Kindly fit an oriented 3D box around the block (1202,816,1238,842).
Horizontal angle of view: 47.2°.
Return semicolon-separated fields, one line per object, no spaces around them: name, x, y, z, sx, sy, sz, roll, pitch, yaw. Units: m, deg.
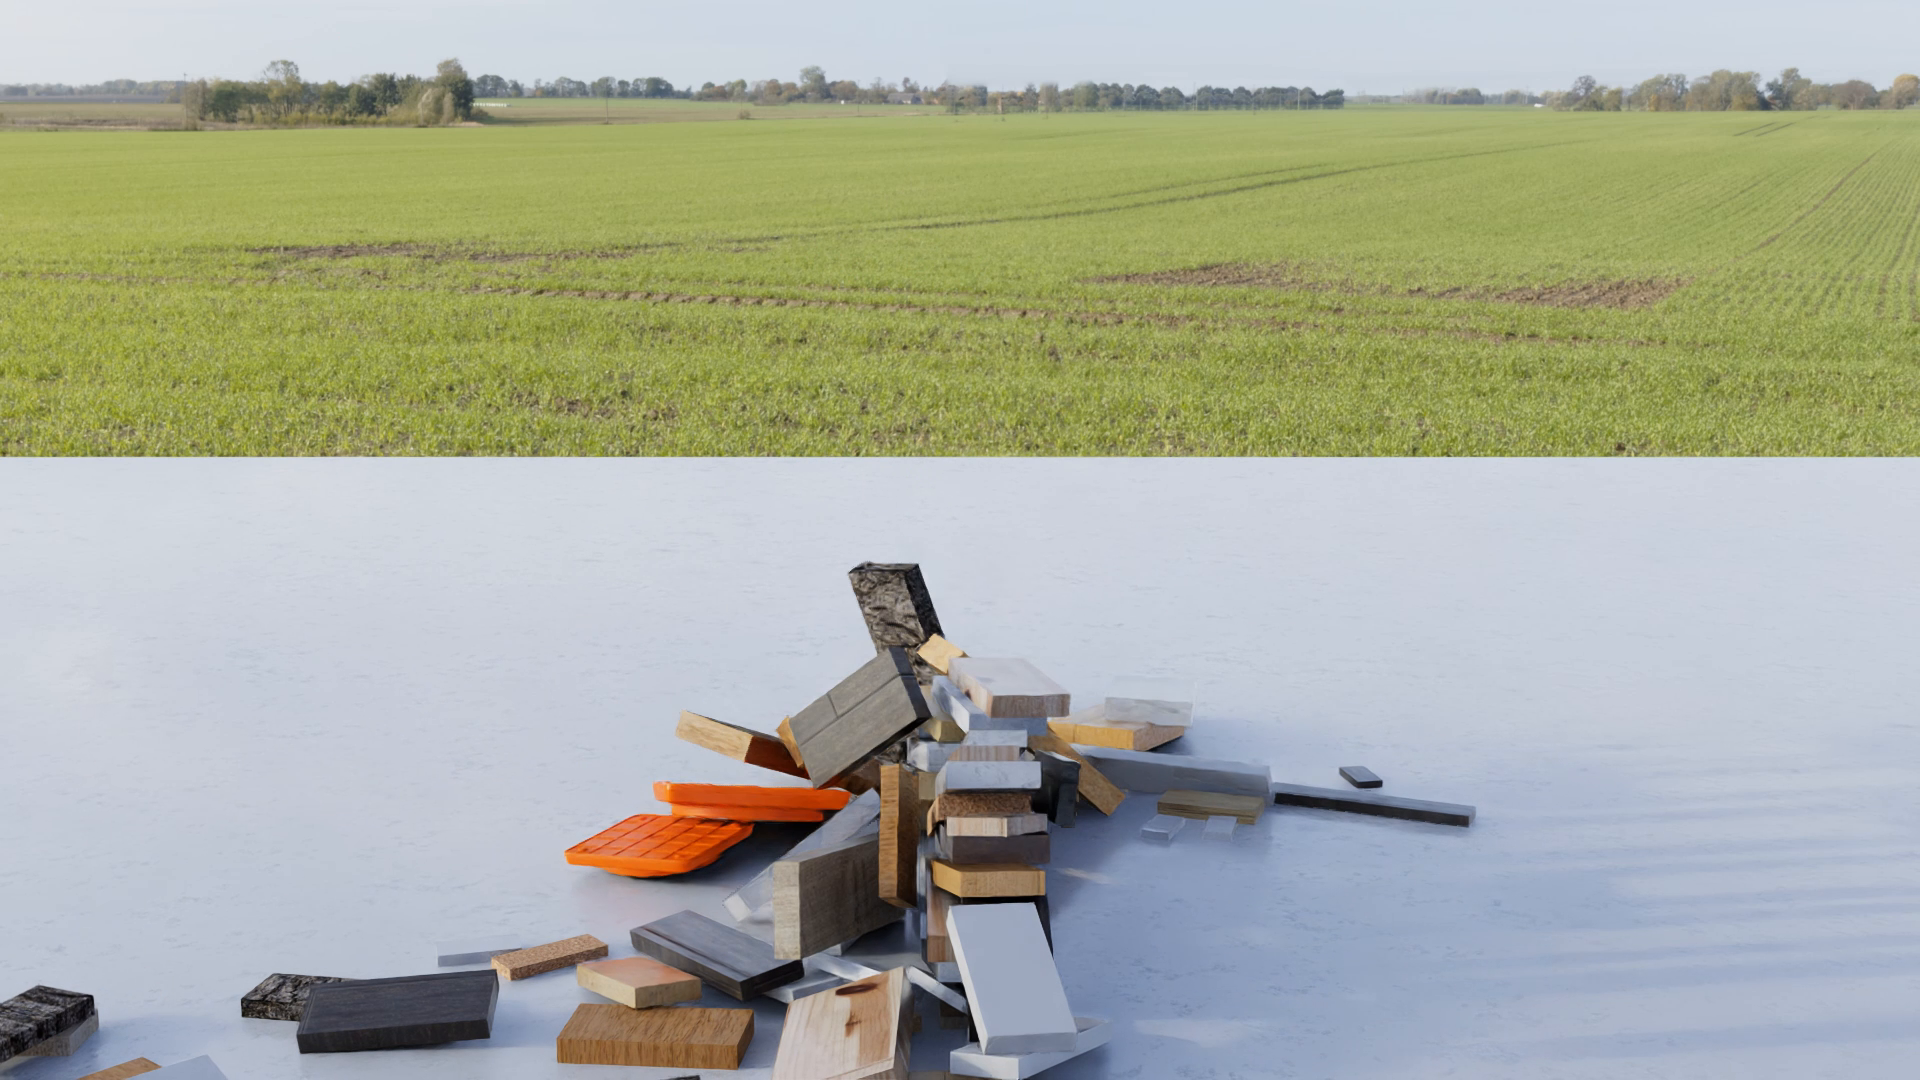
block;0.472;0.523;3.990;0.051;0.014;0.102;3;11;14

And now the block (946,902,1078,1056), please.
block;0.066;0.580;2.923;0.120;0.034;0.239;0;34;-15

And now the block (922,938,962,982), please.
block;0.024;0.612;3.239;0.138;0.039;0.275;0;-4;-6

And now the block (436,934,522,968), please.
block;-0.742;0.633;3.391;0.126;0.018;0.063;-3;11;-16

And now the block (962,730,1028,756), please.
block;0.053;0.323;3.465;0.091;0.026;0.182;0;-11;-3

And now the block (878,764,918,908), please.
block;-0.092;0.445;3.303;0.028;0.198;0.099;-5;-20;16

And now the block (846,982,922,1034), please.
block;-0.139;0.676;3.141;0.082;0.023;0.165;-9;14;-40

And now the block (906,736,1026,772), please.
block;0.006;0.371;3.832;0.166;0.047;0.331;0;-3;-7

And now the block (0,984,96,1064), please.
block;-1.300;0.668;3.017;0.100;0.028;0.200;5;12;21

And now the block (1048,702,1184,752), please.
block;0.324;0.385;4.504;0.179;0.051;0.357;4;4;22

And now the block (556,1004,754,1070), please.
block;-0.420;0.687;3.048;0.249;0.035;0.125;1;11;5

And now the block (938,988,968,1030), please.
block;0.003;0.672;3.178;0.066;0.019;0.132;0;11;-2

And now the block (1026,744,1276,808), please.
block;0.323;0.442;4.219;0.561;0.091;0.026;4;46;22

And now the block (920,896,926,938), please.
block;0.008;0.583;3.408;0.138;0.039;0.275;0;-4;-1

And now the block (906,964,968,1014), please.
block;-0.014;0.644;3.122;0.066;0.019;0.132;31;-8;-40

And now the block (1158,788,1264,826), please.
block;0.468;0.497;4.100;0.183;0.026;0.091;4;11;19

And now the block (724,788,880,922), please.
block;-0.248;0.504;3.525;0.275;0.039;0.138;-37;-3;-21

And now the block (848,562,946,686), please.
block;-0.107;0.215;4.645;0.174;0.348;0.049;1;27;47

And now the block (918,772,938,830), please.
block;0.008;0.458;3.854;0.166;0.047;0.331;0;-16;-2

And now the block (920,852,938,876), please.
block;-0.007;0.542;3.673;0.109;0.031;0.219;0;-6;-3

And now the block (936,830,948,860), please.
block;0.020;0.501;3.540;0.109;0.031;0.219;0;2;-3

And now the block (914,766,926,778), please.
block;-0.002;0.443;4.060;0.166;0.047;0.331;0;-7;-2

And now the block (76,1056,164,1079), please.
block;-1.125;0.730;2.823;0.115;0.033;0.230;9;14;39

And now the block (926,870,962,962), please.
block;0.020;0.546;3.201;0.138;0.039;0.275;1;10;-2

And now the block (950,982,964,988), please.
block;0.014;0.641;3.248;0.066;0.019;0.132;0;-4;-10

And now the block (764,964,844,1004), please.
block;-0.242;0.647;3.212;0.082;0.023;0.165;-8;3;-29

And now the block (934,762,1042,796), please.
block;0.041;0.383;3.468;0.143;0.041;0.286;0;-11;-4

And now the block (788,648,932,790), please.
block;-0.177;0.312;3.832;0.271;0.135;0.038;-37;-23;32

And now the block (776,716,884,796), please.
block;-0.220;0.416;4.073;0.247;0.035;0.123;31;12;-37

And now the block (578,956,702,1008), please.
block;-0.468;0.642;3.198;0.103;0.029;0.205;-2;1;-33

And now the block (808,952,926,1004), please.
block;-0.136;0.631;3.181;0.165;0.023;0.082;7;-16;45
